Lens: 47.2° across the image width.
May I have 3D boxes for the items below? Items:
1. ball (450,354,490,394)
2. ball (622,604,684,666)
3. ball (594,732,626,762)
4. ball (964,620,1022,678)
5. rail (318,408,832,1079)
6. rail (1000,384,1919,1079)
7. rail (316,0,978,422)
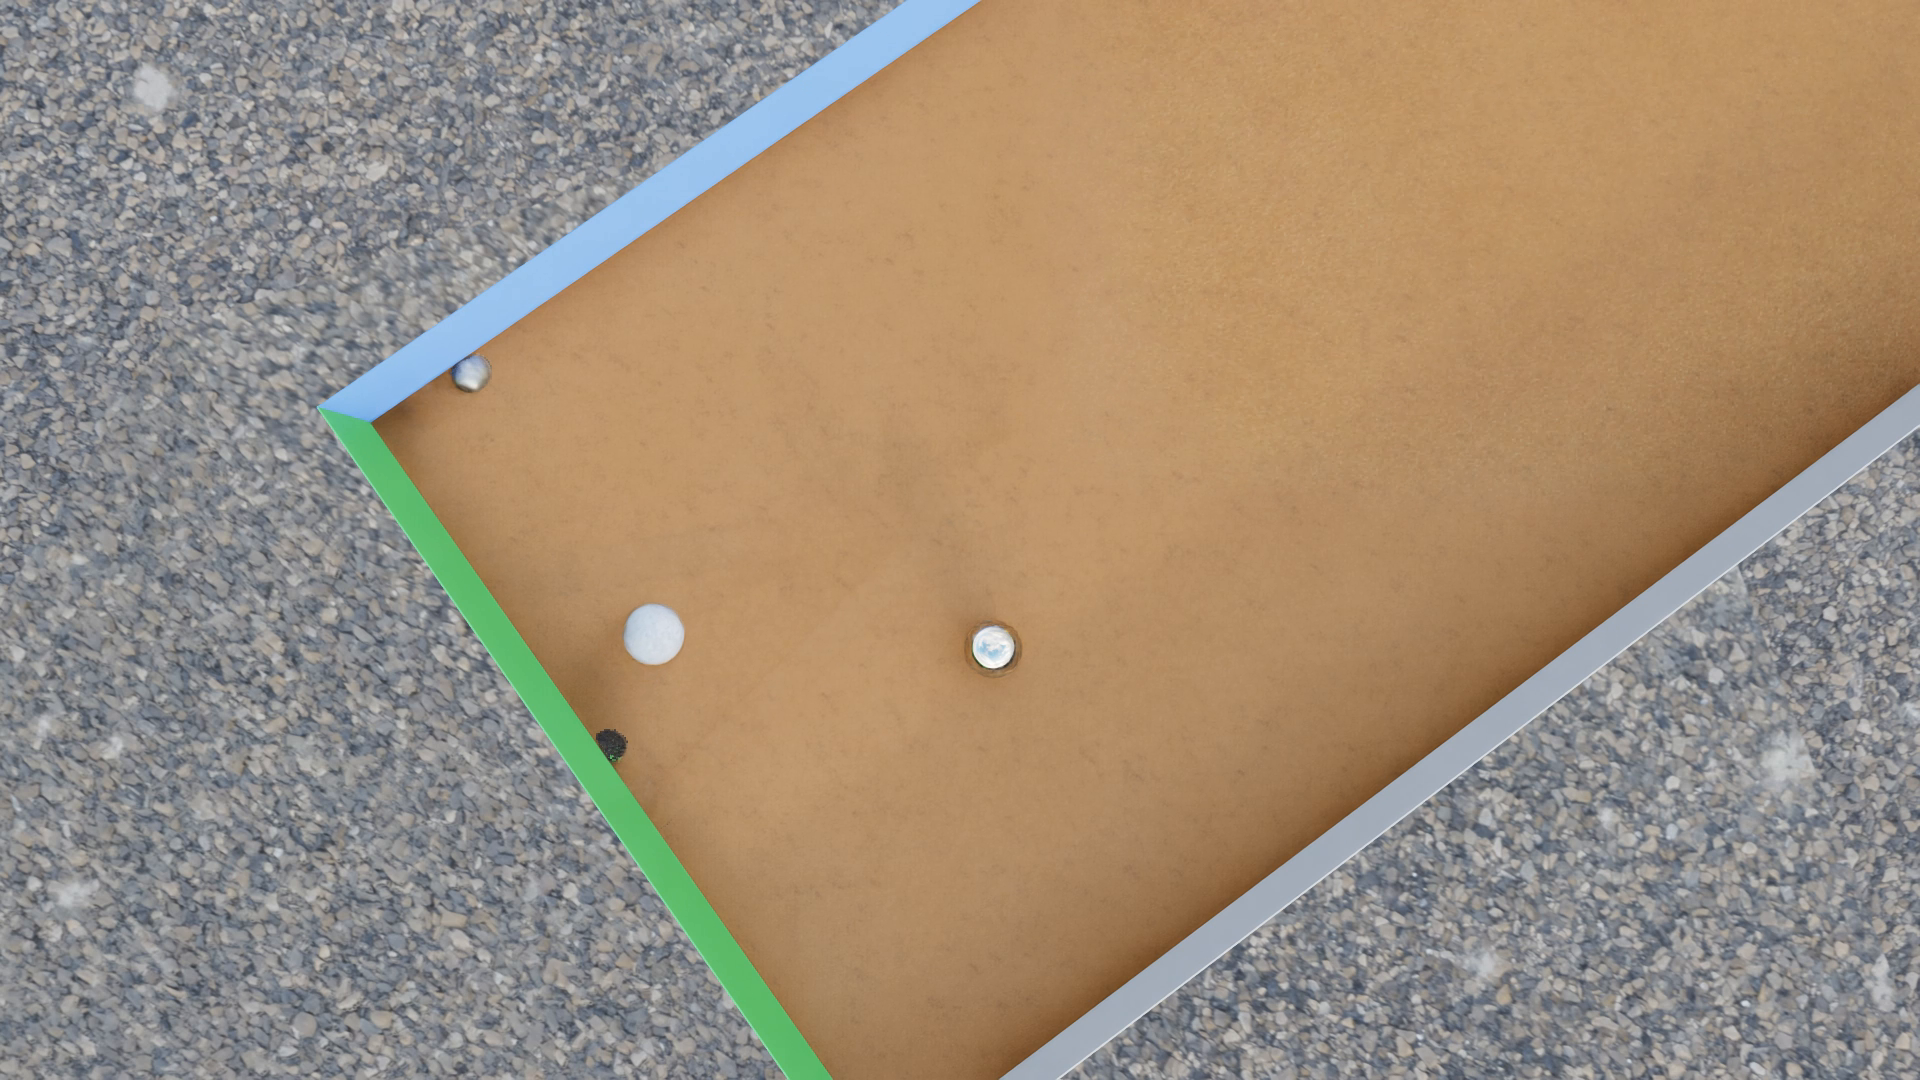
[{"bbox_3d":[-0.742,-0.252,3.335,0.059,0.059,0.059,0,80,0],"label":"ball"},{"bbox_3d":[-0.453,0.140,3.250,0.090,0.090,0.090,0,80,0],"label":"ball"},{"bbox_3d":[-0.517,0.305,3.242,0.046,0.046,0.046,0,80,0],"label":"ball"},{"bbox_3d":[0.049,0.161,3.247,0.087,0.087,0.087,0,80,0],"label":"ball"},{"bbox_3d":[-0.509,0.363,3.195,0.045,0.117,1.419,-36,82,-6],"label":"rail"},{"bbox_3d":[0.934,0.159,3.232,2.619,0.117,0.045,-36,82,-6],"label":"rail"},{"bbox_3d":[0.122,-0.930,3.425,2.619,0.117,0.045,-36,82,-6],"label":"rail"}]
